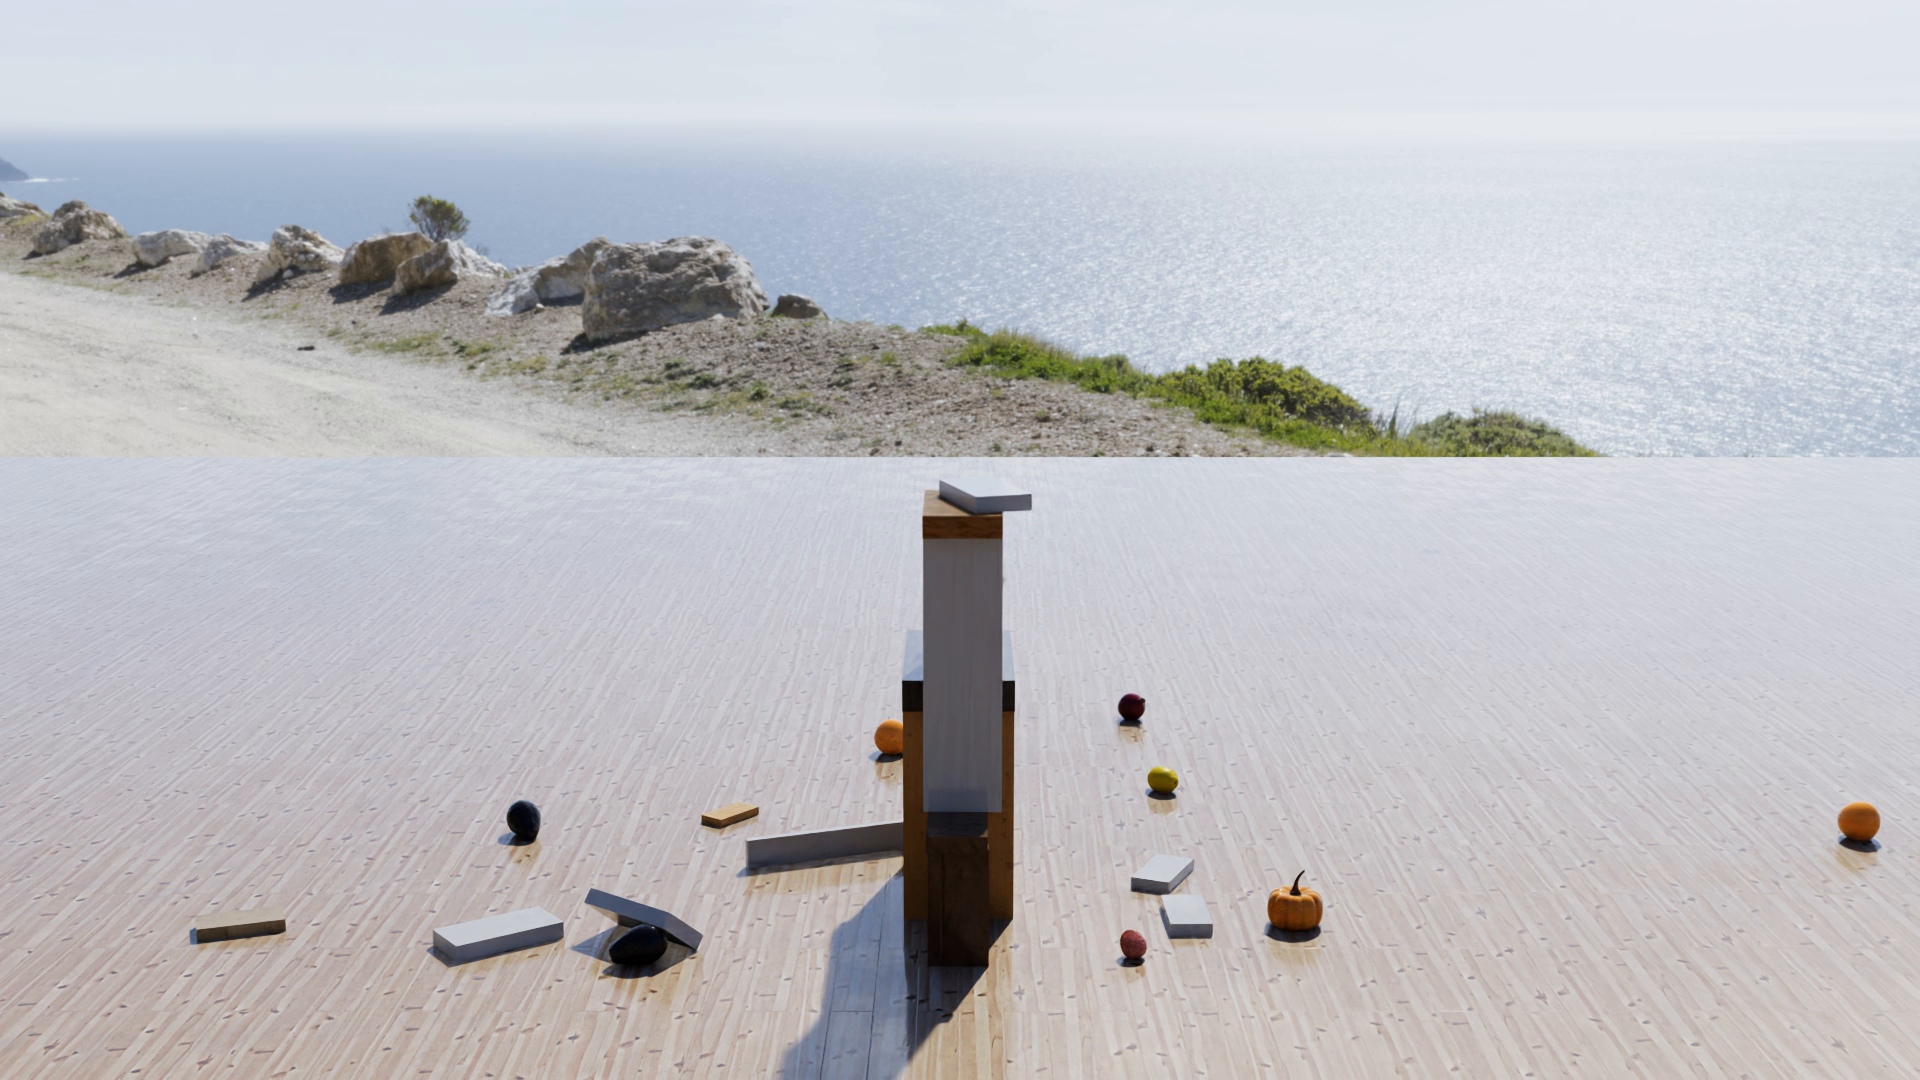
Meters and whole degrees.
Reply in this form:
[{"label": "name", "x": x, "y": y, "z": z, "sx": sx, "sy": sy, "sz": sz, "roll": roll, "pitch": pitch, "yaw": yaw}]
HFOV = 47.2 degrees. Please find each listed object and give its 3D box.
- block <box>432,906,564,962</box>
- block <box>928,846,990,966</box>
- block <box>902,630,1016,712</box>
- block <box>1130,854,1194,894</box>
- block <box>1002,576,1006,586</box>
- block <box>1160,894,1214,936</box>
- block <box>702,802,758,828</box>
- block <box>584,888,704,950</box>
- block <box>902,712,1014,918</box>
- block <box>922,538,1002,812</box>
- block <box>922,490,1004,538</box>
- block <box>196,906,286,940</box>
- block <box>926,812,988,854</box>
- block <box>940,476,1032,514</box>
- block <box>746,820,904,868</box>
[{"label": "block", "x": -0.724, "y": 0.617, "z": 3.451, "sx": 0.180, "sy": 0.026, "sz": 0.090, "roll": -8, "pitch": 13, "yaw": -35}, {"label": "block", "x": -0.002, "y": 0.556, "z": 3.345, "sx": 0.093, "sy": 0.185, "sz": 0.026, "roll": 0, "pitch": 11, "yaw": 0}, {"label": "block", "x": -0.002, "y": 0.212, "z": 3.623, "sx": 0.177, "sy": 0.050, "sz": 0.355, "roll": 0, "pitch": 11, "yaw": 0}, {"label": "block", "x": 0.345, "y": 0.567, "z": 3.742, "sx": 0.067, "sy": 0.019, "sz": 0.134, "roll": 5, "pitch": 12, "yaw": 24}, {"label": "block", "x": 0.026, "y": 0.119, "z": 3.627, "sx": 0.068, "sy": 0.136, "sz": 0.019, "roll": -10, "pitch": 39, "yaw": -43}, {"label": "block", "x": 0.365, "y": 0.604, "z": 3.543, "sx": 0.067, "sy": 0.019, "sz": 0.134, "roll": 0, "pitch": 11, "yaw": -2}, {"label": "block", "x": -0.425, "y": 0.508, "z": 4.071, "sx": 0.050, "sy": 0.014, "sz": 0.101, "roll": 8, "pitch": 13, "yaw": 37}, {"label": "block", "x": -0.496, "y": 0.593, "z": 3.443, "sx": 0.180, "sy": 0.026, "sz": 0.090, "roll": 8, "pitch": -26, "yaw": 38}, {"label": "block", "x": -0.002, "y": 0.433, "z": 3.544, "sx": 0.177, "sy": 0.355, "sz": 0.050, "roll": 0, "pitch": 11, "yaw": 0}, {"label": "block", "x": 0.004, "y": 0.205, "z": 3.389, "sx": 0.122, "sy": 0.436, "sz": 0.034, "roll": 0, "pitch": 11, "yaw": 0}, {"label": "block", "x": 0.004, "y": -0.041, "z": 3.425, "sx": 0.121, "sy": 0.034, "sz": 0.243, "roll": 0, "pitch": 11, "yaw": 0}, {"label": "block", "x": -1.147, "y": 0.611, "z": 3.506, "sx": 0.134, "sy": 0.019, "sz": 0.067, "roll": -4, "pitch": 11, "yaw": -20}, {"label": "block", "x": -0.004, "y": 0.441, "z": 3.386, "sx": 0.093, "sy": 0.026, "sz": 0.185, "roll": 0, "pitch": 11, "yaw": 1}, {"label": "block", "x": 0.038, "y": -0.071, "z": 3.419, "sx": 0.090, "sy": 0.025, "sz": 0.180, "roll": -4, "pitch": 11, "yaw": -18}, {"label": "block", "x": -0.206, "y": 0.529, "z": 3.857, "sx": 0.348, "sy": 0.050, "sz": 0.014, "roll": -4, "pitch": 11, "yaw": -22}]
